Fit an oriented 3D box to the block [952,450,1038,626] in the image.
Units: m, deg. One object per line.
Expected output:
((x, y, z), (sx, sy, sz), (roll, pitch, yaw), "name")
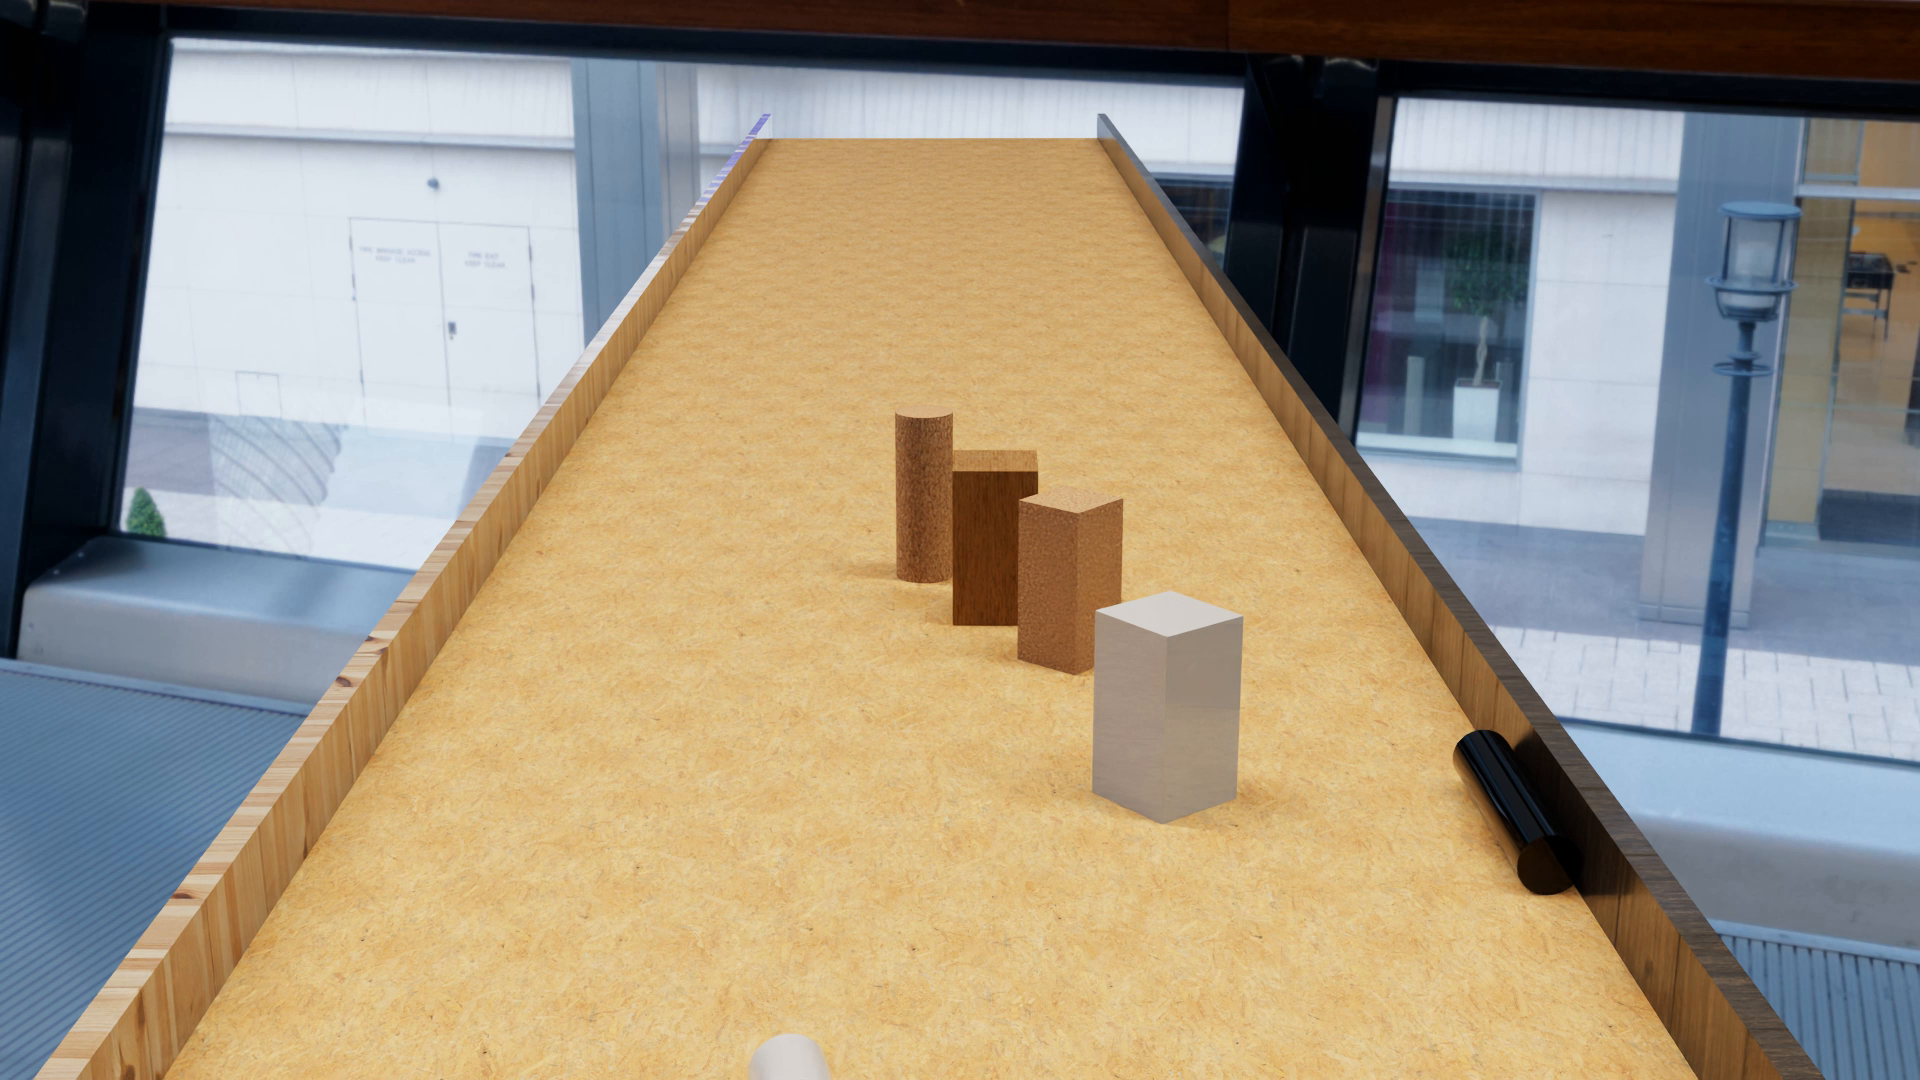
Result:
((0.074, -0.006, 4.656), (0.177, 0.336, 0.177), (0, 17, 1), "block")

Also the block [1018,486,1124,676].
((0.219, 0.078, 4.381), (0.147, 0.332, 0.147), (14, 21, 39), "block")

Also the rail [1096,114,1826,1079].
((0.932, -0.844, 7.801), (0.050, 0.150, 12.000), (0, 17, -1), "rail")

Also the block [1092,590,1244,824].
((0.349, 0.279, 3.712), (0.174, 0.329, 0.174), (-13, 21, -37), "block")

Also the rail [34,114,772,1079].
((-1.118, -0.838, 7.780), (0.050, 0.150, 12.000), (0, 17, -1), "rail")

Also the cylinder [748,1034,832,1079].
((-0.170, 0.735, 2.579), (0.101, 0.101, 0.451), (-4, 17, -12), "cylinder")

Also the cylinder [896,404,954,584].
((-0.079, -0.103, 4.908), (0.128, 0.379, 0.128), (0, 17, 0), "cylinder")

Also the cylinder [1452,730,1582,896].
((0.902, 0.436, 3.582), (0.101, 0.101, 0.439), (0, 17, -1), "cylinder")
